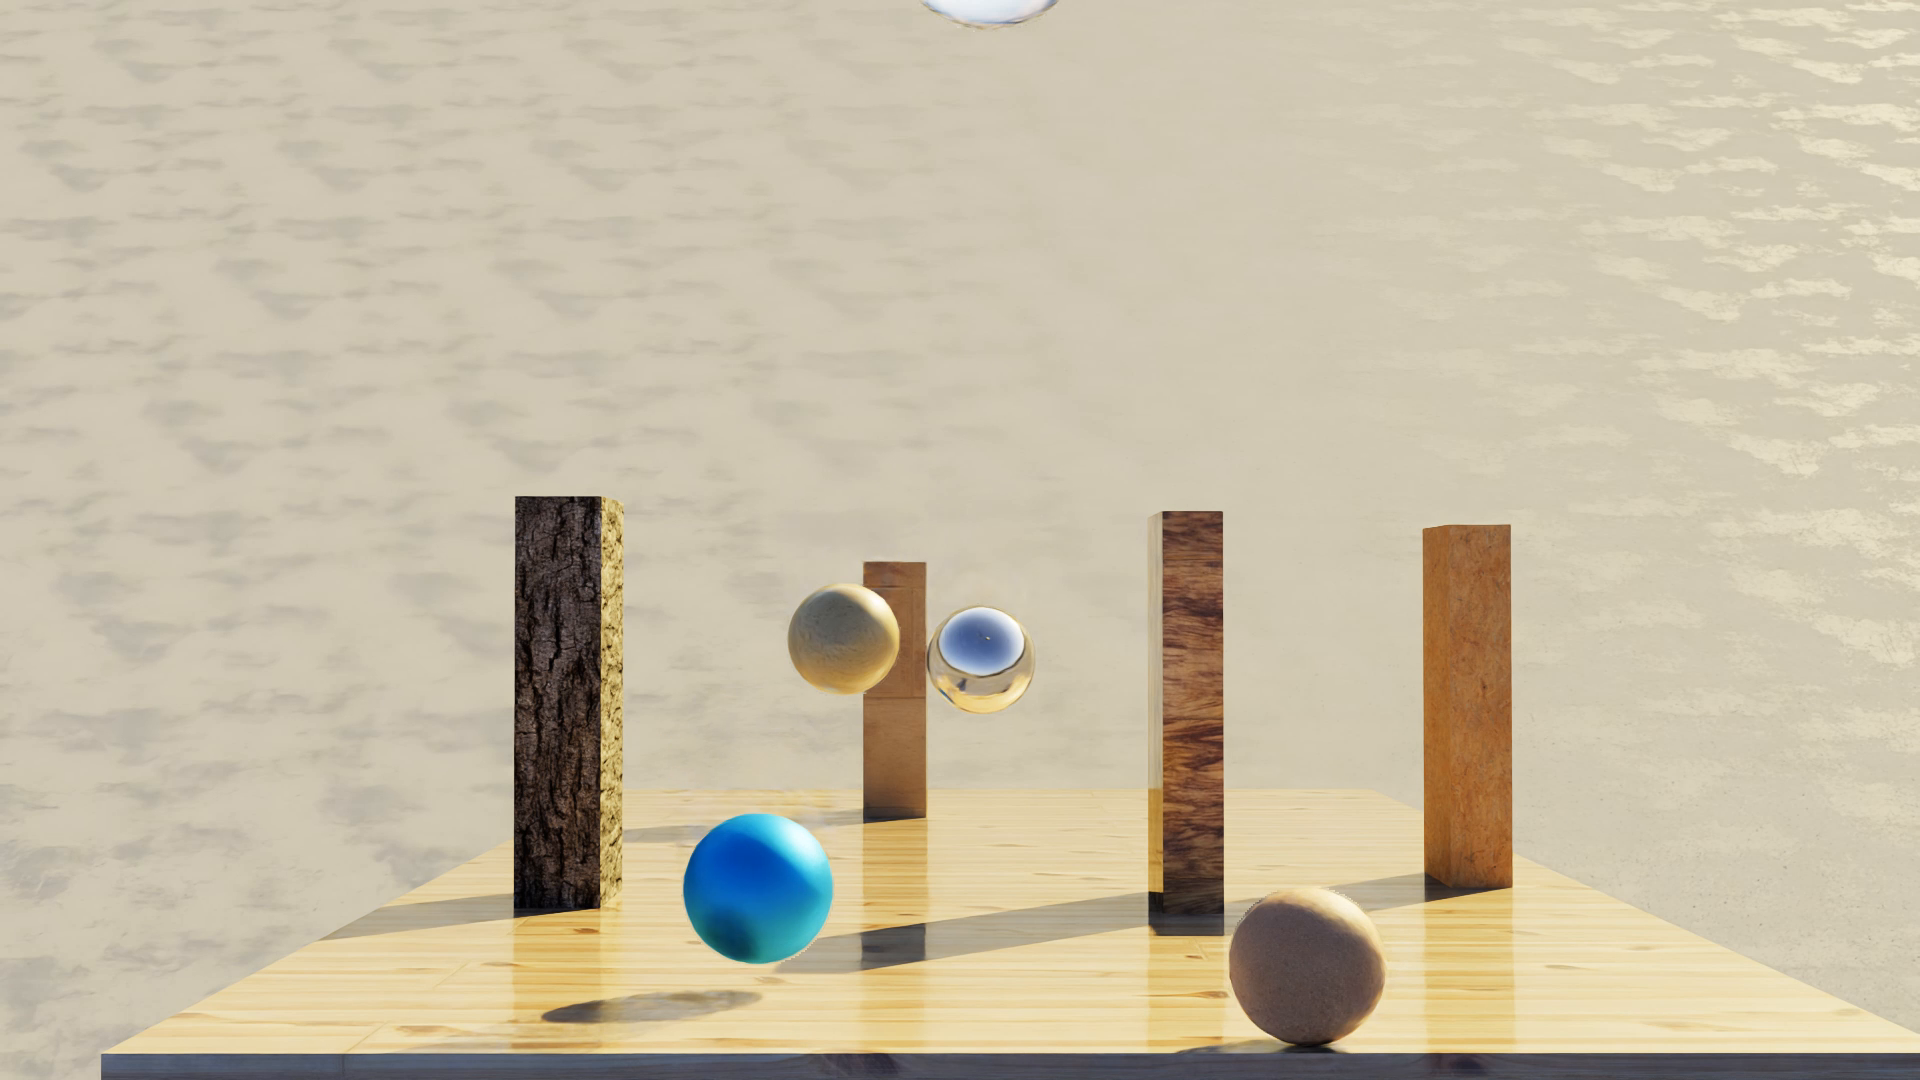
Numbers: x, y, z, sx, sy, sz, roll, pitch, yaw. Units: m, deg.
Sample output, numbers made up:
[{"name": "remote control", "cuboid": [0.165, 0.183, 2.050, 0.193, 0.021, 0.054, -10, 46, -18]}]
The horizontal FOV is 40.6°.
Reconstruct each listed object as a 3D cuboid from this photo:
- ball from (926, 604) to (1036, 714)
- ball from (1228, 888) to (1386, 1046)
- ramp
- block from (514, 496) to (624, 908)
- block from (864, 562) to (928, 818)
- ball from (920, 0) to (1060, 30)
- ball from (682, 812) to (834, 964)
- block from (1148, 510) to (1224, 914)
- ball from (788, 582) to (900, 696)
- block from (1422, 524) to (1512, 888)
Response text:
[{"name": "ball", "cuboid": [0.024, 0.133, 2.892, 0.122, 0.122, 0.122, 0, 34, 0]}, {"name": "ball", "cuboid": [0.381, 0.468, 2.848, 0.172, 0.172, 0.172, 0, 34, 0]}, {"name": "ramp", "cuboid": [0.075, 0.652, 4.791, 2.000, 0.100, 4.000, 0, -1, 0]}, {"name": "block", "cuboid": [-0.641, 0.261, 4.269, 0.138, 0.656, 0.269, 0, -1, 0]}, {"name": "block", "cuboid": [-0.148, 0.343, 6.022, 0.142, 0.579, 0.283, 0, -1, 0]}, {"name": "ball", "cuboid": [0.024, -0.506, 2.133, 0.170, 0.170, 0.170, 0, 34, 0]}, {"name": "ball", "cuboid": [-0.253, 0.436, 3.254, 0.188, 0.188, 0.188, 0, 34, 0]}, {"name": "block", "cuboid": [0.365, 0.273, 4.220, 0.095, 0.629, 0.319, 0, -1, 0]}, {"name": "ball", "cuboid": [-0.139, 0.119, 3.108, 0.134, 0.134, 0.134, 0, 34, 0]}, {"name": "block", "cuboid": [0.890, 0.286, 4.562, 0.105, 0.619, 0.258, 0, -1, 0]}]
